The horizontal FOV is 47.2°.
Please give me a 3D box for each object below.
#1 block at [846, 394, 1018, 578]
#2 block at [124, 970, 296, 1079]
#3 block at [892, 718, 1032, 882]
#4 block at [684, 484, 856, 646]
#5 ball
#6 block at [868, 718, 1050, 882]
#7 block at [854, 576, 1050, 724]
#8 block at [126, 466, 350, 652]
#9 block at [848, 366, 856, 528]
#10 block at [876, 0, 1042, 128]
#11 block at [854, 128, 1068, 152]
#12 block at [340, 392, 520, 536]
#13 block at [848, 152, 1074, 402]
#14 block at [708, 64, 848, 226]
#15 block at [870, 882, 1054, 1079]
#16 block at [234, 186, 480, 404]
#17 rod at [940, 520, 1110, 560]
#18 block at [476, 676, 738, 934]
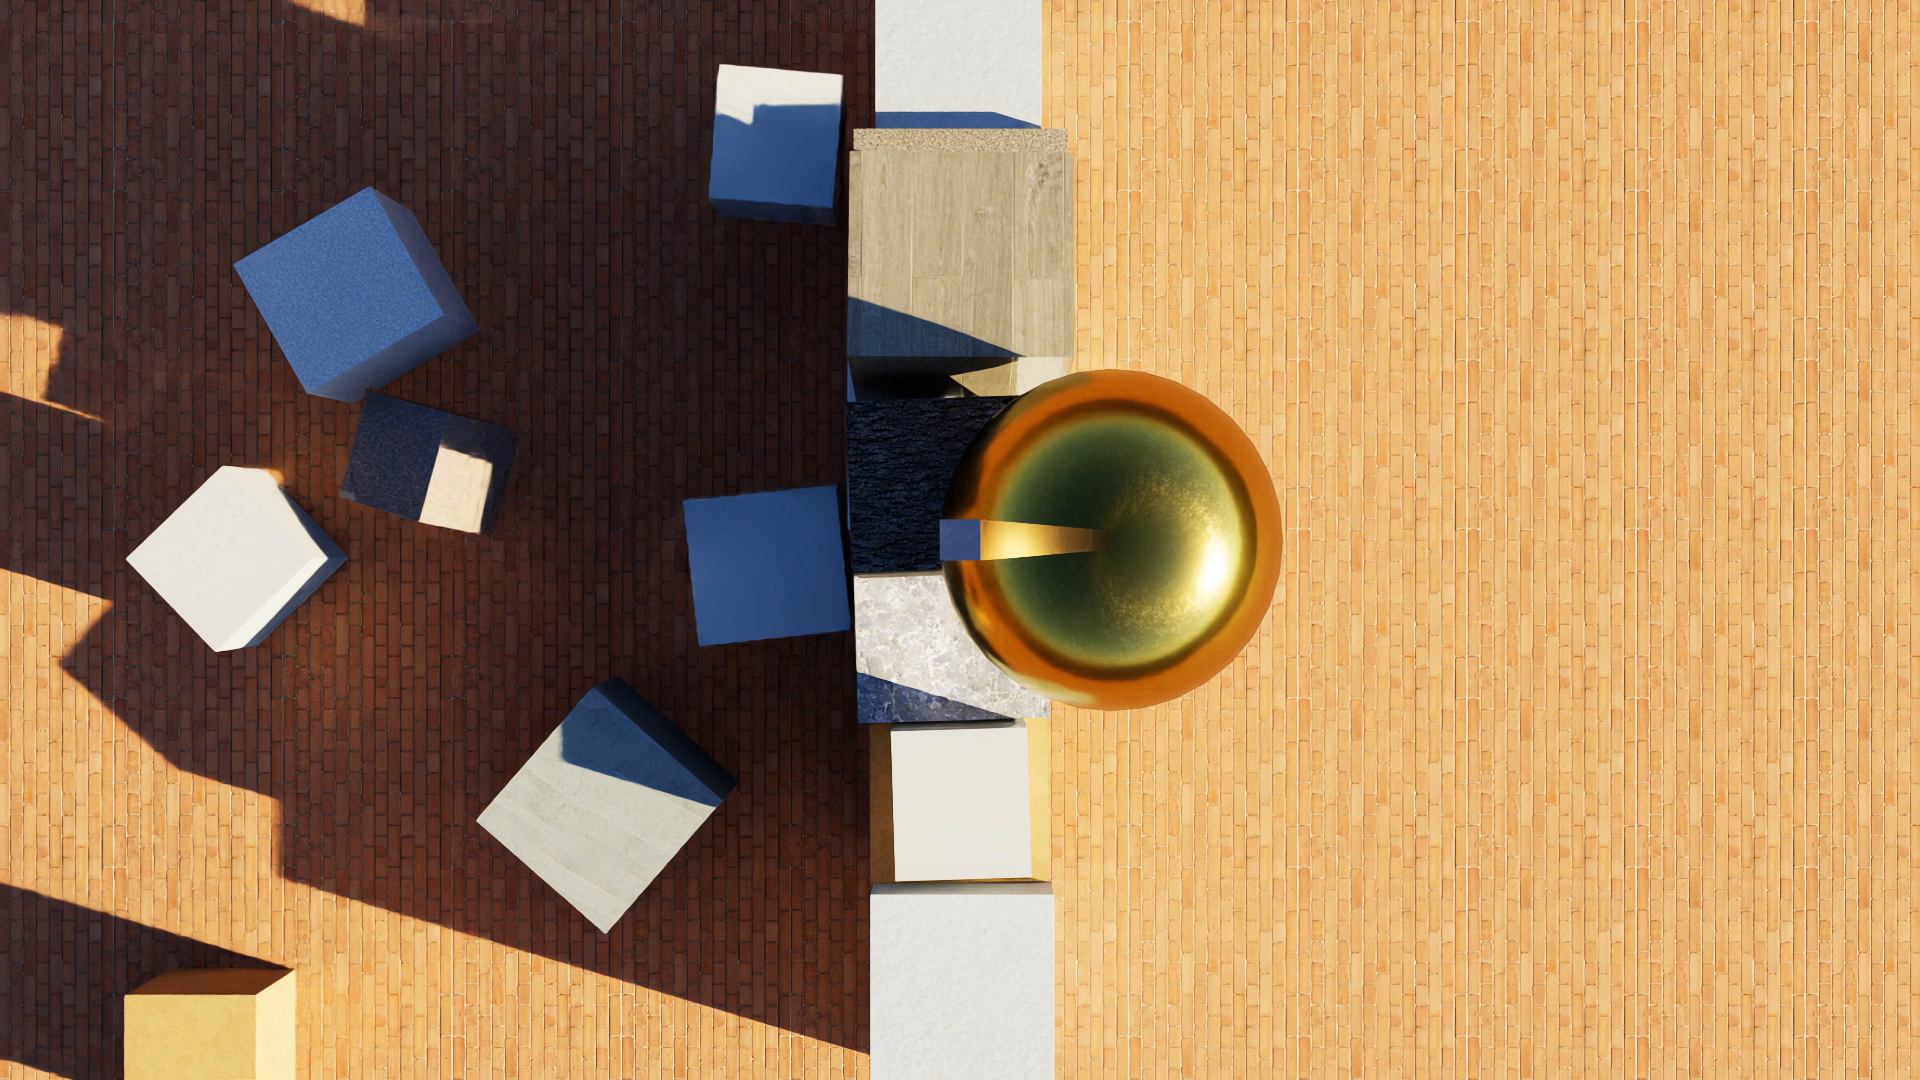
[{"bbox_3d":[-0.121,-0.259,11.400,0.871,0.834,0.857,-2,87,0],"label":"block"},{"bbox_3d":[-4.295,2.955,12.633,0.733,0.734,0.833,0,90,0],"label":"block"},{"bbox_3d":[0.006,1.372,11.791,0.706,0.745,0.776,-2,90,0],"label":"block"},{"bbox_3d":[-1.071,0.143,12.609,0.853,0.782,0.811,-6,90,0],"label":"block"},{"bbox_3d":[0.700,0.000,10.259,1.600,1.600,1.600,0,90,0],"label":"ball"},{"bbox_3d":[-0.005,1.435,12.581,0.989,0.837,0.913,-1,90,0],"label":"block"},{"bbox_3d":[-0.047,0.462,12.403,1.029,1.194,1.014,-2,90,0],"label":"block"},{"bbox_3d":[-4.128,0.104,12.625,0.748,0.750,0.719,-44,90,0],"label":"block"},{"bbox_3d":[-0.018,-0.637,12.483,1.187,1.035,1.152,0,90,0],"label":"block"},{"bbox_3d":[-0.009,-2.663,12.597,0.919,0.807,0.798,0,90,0],"label":"block"},{"bbox_3d":[0.004,-1.738,12.525,1.173,0.949,1.032,0,90,0],"label":"block"},{"bbox_3d":[-3.028,-0.434,12.576,0.645,0.605,0.623,15,90,30],"label":"block"},{"bbox_3d":[0.005,-1.319,11.399,1.110,1.151,1.044,0,81,0],"label":"block"},{"bbox_3d":[-1.034,-2.251,12.623,0.694,0.738,0.742,5,90,-1],"label":"block"},{"bbox_3d":[0.013,2.480,12.380,0.983,1.240,1.165,0,90,0],"label":"block"},{"bbox_3d":[-3.413,-1.374,12.535,0.865,0.930,0.816,-30,90,0],"label":"block"},{"bbox_3d":[0.303,0.000,6.882,0.080,5.200,0.080,0,90,7],"label":"rod"},{"bbox_3d":[-1.980,1.483,12.532,0.946,0.936,0.975,41,90,0],"label":"block"}]
